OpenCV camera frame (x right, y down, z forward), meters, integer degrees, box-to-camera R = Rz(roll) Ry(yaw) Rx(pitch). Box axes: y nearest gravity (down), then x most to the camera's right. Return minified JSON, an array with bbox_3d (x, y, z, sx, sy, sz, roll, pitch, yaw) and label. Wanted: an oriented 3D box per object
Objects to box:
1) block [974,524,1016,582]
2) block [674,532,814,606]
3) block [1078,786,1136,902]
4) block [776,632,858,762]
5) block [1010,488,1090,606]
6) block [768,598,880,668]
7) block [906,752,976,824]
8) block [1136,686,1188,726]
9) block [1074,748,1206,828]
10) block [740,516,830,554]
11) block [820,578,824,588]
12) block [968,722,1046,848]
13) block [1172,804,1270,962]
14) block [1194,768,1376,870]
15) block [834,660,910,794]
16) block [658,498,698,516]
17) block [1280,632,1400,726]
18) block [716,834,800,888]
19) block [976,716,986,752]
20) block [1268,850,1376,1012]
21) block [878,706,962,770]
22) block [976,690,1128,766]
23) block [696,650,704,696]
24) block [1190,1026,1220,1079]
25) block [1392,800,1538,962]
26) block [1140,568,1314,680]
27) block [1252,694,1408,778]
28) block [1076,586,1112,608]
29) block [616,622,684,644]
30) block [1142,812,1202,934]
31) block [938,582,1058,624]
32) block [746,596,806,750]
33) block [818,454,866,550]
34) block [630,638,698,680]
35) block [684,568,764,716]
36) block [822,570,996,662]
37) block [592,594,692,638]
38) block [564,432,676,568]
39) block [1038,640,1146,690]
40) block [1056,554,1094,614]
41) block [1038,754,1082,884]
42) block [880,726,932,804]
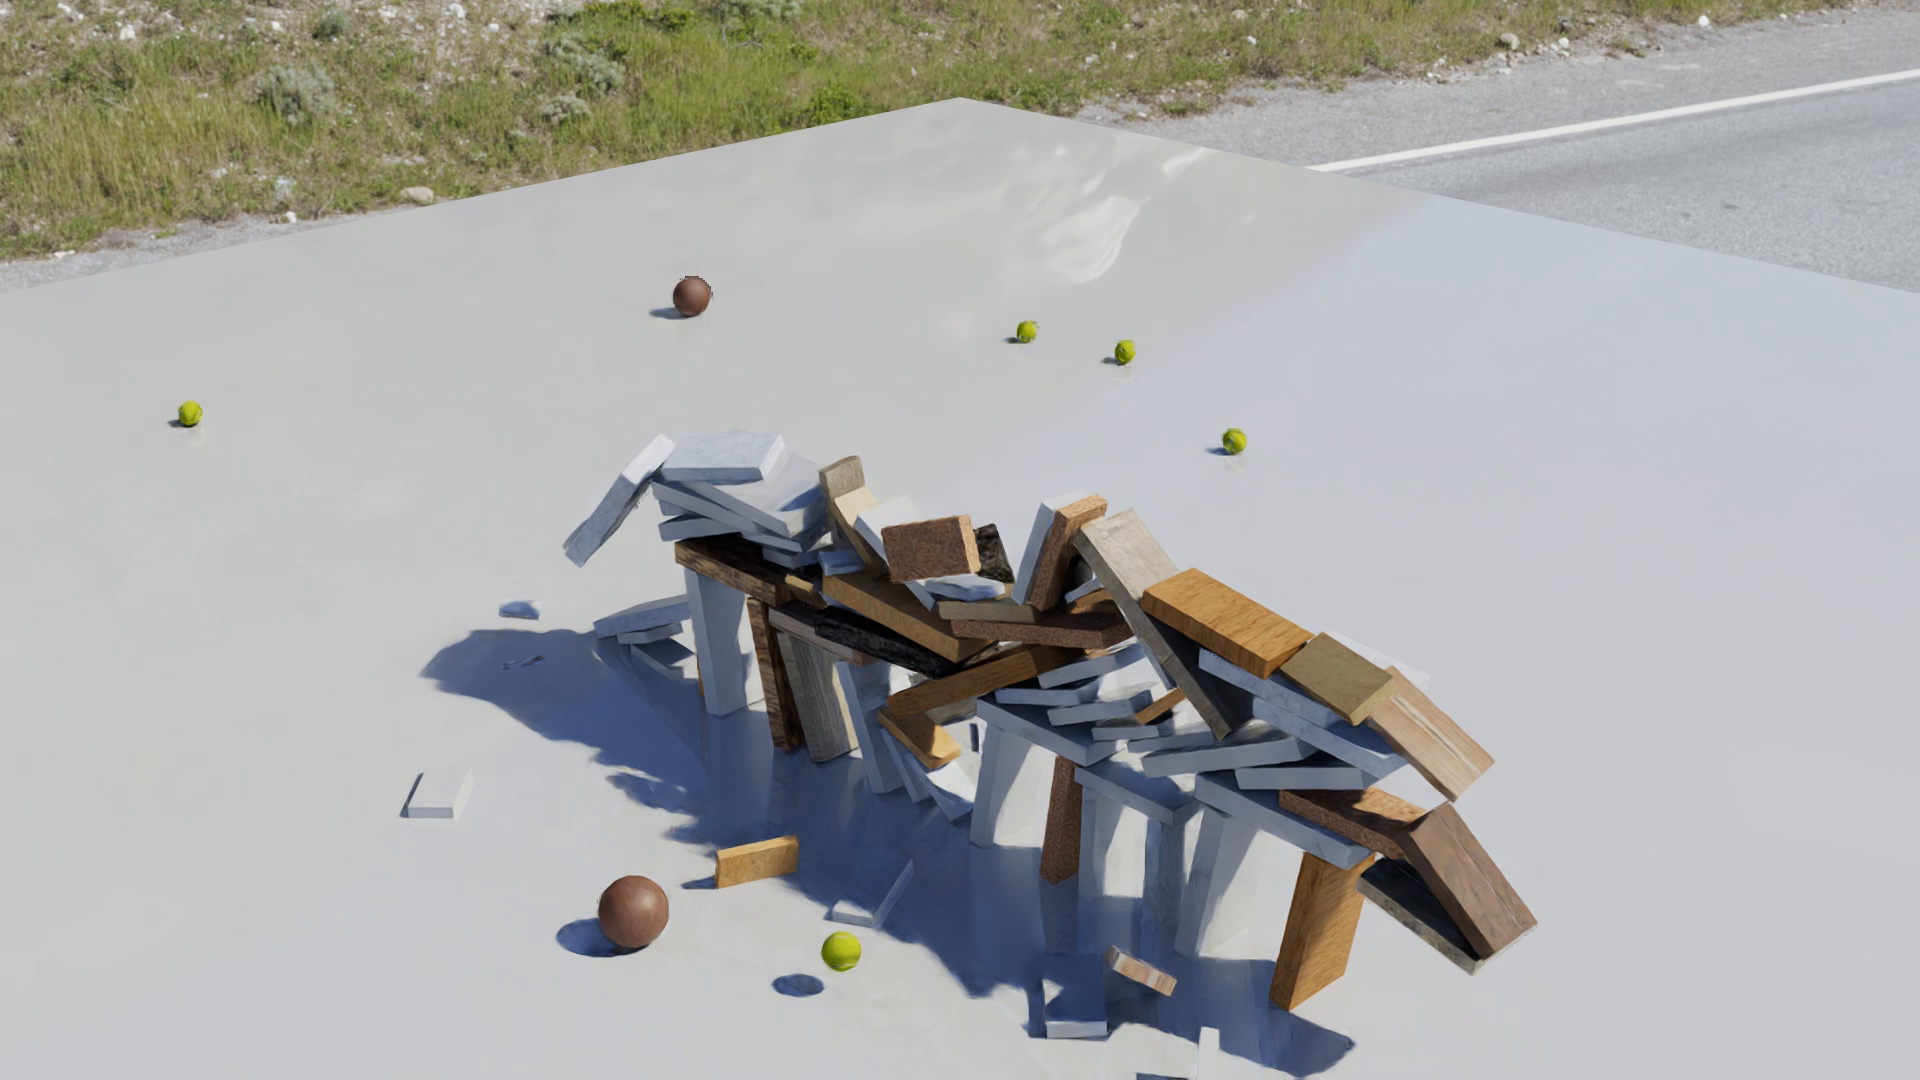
[{"bbox_3d":[0.060,0.091,4.874,0.117,0.235,0.033,-18,14,8],"label":"block"},{"bbox_3d":[-0.443,0.049,4.723,0.333,0.047,0.166,21,31,41],"label":"block"},{"bbox_3d":[0.280,0.552,4.154,0.119,0.238,0.034,-21,32,-41],"label":"block"},{"bbox_3d":[-0.285,0.312,4.665,0.143,0.285,0.040,-21,10,-40],"label":"block"},{"bbox_3d":[0.166,0.014,4.012,0.107,0.214,0.030,-18,47,-42],"label":"block"},{"bbox_3d":[-0.250,0.180,4.569,0.285,0.040,0.143,22,31,40],"label":"block"},{"bbox_3d":[-0.029,0.488,4.463,0.083,0.024,0.167,-21,66,-41],"label":"block"},{"bbox_3d":[0.395,0.277,3.924,0.082,0.023,0.165,-22,-12,-42],"label":"block"},{"bbox_3d":[0.339,0.450,4.047,0.119,0.034,0.238,-21,31,-41],"label":"block"},{"bbox_3d":[-0.362,-0.027,4.584,0.192,0.027,0.096,13,46,43],"label":"block"},{"bbox_3d":[-0.205,0.100,4.471,0.151,0.021,0.076,23,32,40],"label":"block"},{"bbox_3d":[0.098,0.458,4.315,0.142,0.283,0.040,-21,41,-41],"label":"block"},{"bbox_3d":[0.480,0.589,3.952,0.162,0.325,0.046,-21,41,-41],"label":"block"},{"bbox_3d":[0.582,0.455,3.785,0.325,0.046,0.162,23,32,40],"label":"block"},{"bbox_3d":[-0.154,0.365,4.544,0.143,0.285,0.040,-21,8,-41],"label":"block"},{"bbox_3d":[-0.533,-0.097,4.877,0.143,0.040,0.285,-20,11,-37],"label":"block"},{"bbox_3d":[0.618,0.225,3.590,0.097,0.028,0.194,-39,33,-9],"label":"block"},{"bbox_3d":[-0.388,0.615,4.206,0.158,0.079,0.022,-9,39,-21],"label":"block"},{"bbox_3d":[0.072,0.419,4.749,0.065,0.018,0.131,-1,23,-2],"label":"block"},{"bbox_3d":[0.632,0.649,3.812,0.162,0.325,0.046,-21,41,-41],"label":"block"},{"bbox_3d":[-0.082,0.394,4.478,0.083,0.024,0.167,-21,51,-41],"label":"block"},{"bbox_3d":[0.182,0.341,4.173,0.142,0.040,0.283,-21,31,-40],"label":"block"},{"bbox_3d":[-0.546,0.255,4.927,0.091,0.182,0.026,-21,29,-41],"label":"block"},{"bbox_3d":[0.387,0.888,3.530,0.030,0.105,0.210,11,24,6],"label":"block"},{"bbox_3d":[0.818,0.550,3.563,0.121,0.034,0.241,-22,70,-39],"label":"block"},{"bbox_3d":[0.459,0.141,3.778,0.273,0.039,0.136,31,37,35],"label":"block"},{"bbox_3d":[0.635,0.306,3.666,0.134,0.038,0.268,-20,33,-40],"label":"block"},{"bbox_3d":[0.272,0.091,3.962,0.063,0.018,0.127,-25,1,-39],"label":"block"},{"bbox_3d":[-0.723,0.217,5.123,0.091,0.026,0.182,-17,5,-30],"label":"block"},{"bbox_3d":[0.391,0.596,4.052,0.119,0.238,0.034,-21,32,-41],"label":"block"},{"bbox_3d":[0.089,0.118,4.170,0.247,0.035,0.123,1,18,45],"label":"block"},{"bbox_3d":[-0.350,0.263,4.712,0.166,0.333,0.047,-22,18,-41],"label":"block"},{"bbox_3d":[-0.229,-0.071,4.456,0.091,0.182,0.026,-27,28,-34],"label":"block"},{"bbox_3d":[-0.676,0.270,5.092,0.091,0.026,0.182,-17,28,-35],"label":"block"},{"bbox_3d":[-0.504,0.203,4.853,0.166,0.333,0.047,-21,21,-41],"label":"block"},{"bbox_3d":[-0.083,0.121,4.364,0.352,0.050,0.176,26,35,32],"label":"block"},{"bbox_3d":[-0.660,0.159,5.093,0.458,0.040,0.143,-12,8,46],"label":"block"},{"bbox_3d":[-0.755,-0.086,4.887,0.047,0.334,0.167,40,44,-3],"label":"block"},{"bbox_3d":[0.252,0.225,4.038,0.109,0.031,0.219,-22,1,-40],"label":"block"},{"bbox_3d":[0.216,0.075,4.035,0.061,0.121,0.017,-23,50,-39],"label":"block"},{"bbox_3d":[0.230,0.509,4.195,0.142,0.284,0.040,-21,39,-41],"label":"block"},{"bbox_3d":[-0.094,0.448,4.516,0.083,0.167,0.024,-21,-6,-41],"label":"block"}]
